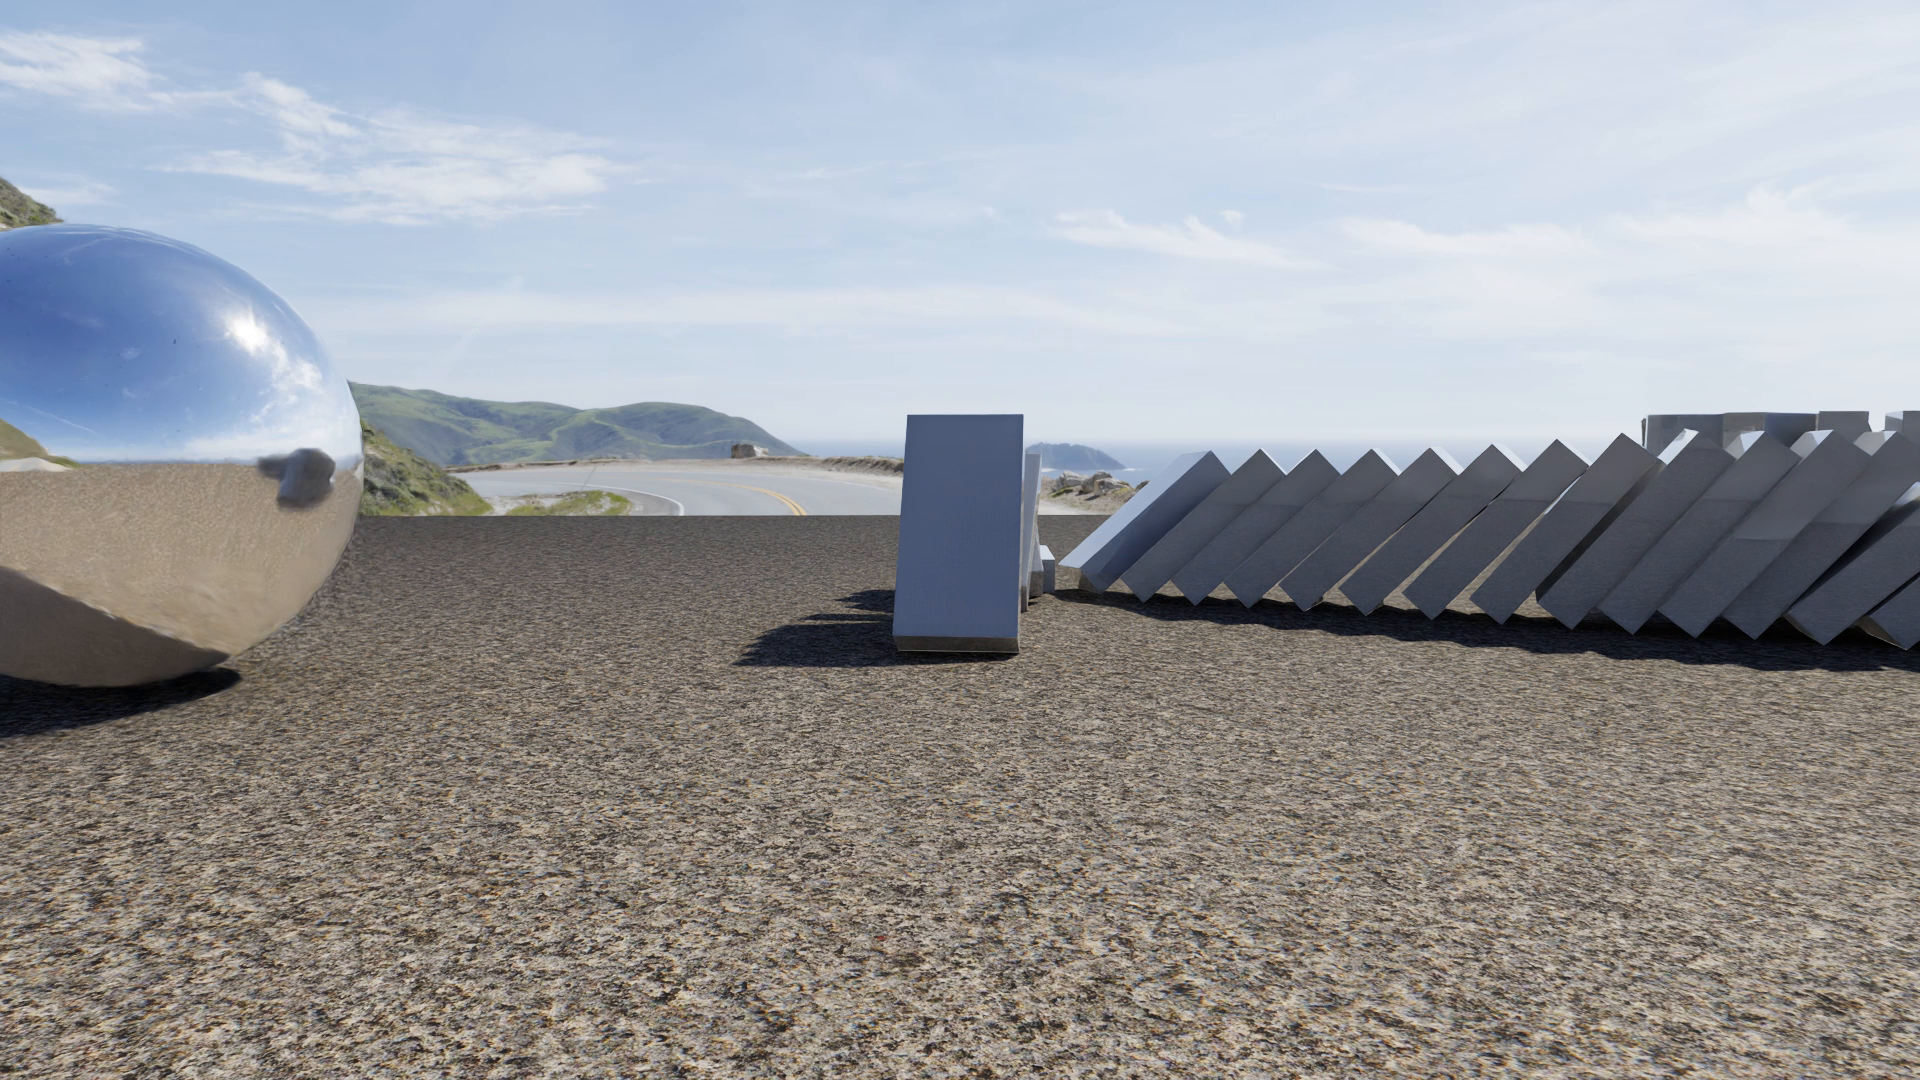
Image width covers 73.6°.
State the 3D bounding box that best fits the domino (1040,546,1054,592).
[{"bbox_3d":[0.015,0.008,0.393,0.025,0.009,0.050,0,4,1],"label":"domino"}]

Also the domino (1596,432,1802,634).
[{"bbox_3d":[0.165,-0.002,0.291,0.009,0.050,0.025,41,18,14],"label":"domino"}]

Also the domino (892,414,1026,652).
[{"bbox_3d":[0.000,-0.002,0.269,0.025,0.050,0.010,0,-23,6],"label":"domino"}]

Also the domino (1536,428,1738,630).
[{"bbox_3d":[0.155,-0.003,0.298,0.009,0.050,0.025,41,20,14],"label":"domino"}]

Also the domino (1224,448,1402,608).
[{"bbox_3d":[0.093,-0.003,0.336,0.050,0.009,0.025,-45,-12,19],"label":"domino"}]

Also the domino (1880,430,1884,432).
[{"bbox_3d":[0.277,-0.009,0.361,0.025,0.050,0.009,-4,-19,-43],"label":"domino"}]

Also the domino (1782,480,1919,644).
[{"bbox_3d":[0.200,0.001,0.275,0.009,0.050,0.025,47,19,13],"label":"domino"}]

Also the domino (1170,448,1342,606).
[{"bbox_3d":[0.079,-0.004,0.343,0.050,0.010,0.025,-44,-7,14],"label":"domino"}]

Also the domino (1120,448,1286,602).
[{"bbox_3d":[0.066,-0.004,0.349,0.050,0.009,0.025,-44,-7,13],"label":"domino"}]

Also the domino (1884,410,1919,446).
[{"bbox_3d":[0.223,-0.005,0.300,0.010,0.050,0.025,2,5,28],"label":"domino"}]

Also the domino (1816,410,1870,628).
[{"bbox_3d":[0.210,-0.006,0.307,0.010,0.050,0.025,4,6,32],"label":"domino"}]

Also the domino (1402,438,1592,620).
[{"bbox_3d":[0.131,-0.003,0.313,0.009,0.050,0.025,46,23,18],"label":"domino"}]

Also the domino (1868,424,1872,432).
[{"bbox_3d":[0.264,-0.010,0.367,0.009,0.050,0.025,-24,-9,30],"label":"domino"}]

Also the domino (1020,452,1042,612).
[{"bbox_3d":[0.007,-0.003,0.342,0.025,0.010,0.050,3,45,7],"label":"domino"}]

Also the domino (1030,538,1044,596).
[{"bbox_3d":[0.007,-0.005,0.358,0.025,0.010,0.050,-5,45,-4],"label":"domino"}]

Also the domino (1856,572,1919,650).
[{"bbox_3d":[0.213,0.001,0.270,0.010,0.050,0.025,47,17,11],"label":"domino"}]

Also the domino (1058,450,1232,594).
[{"bbox_3d":[0.052,-0.005,0.367,0.050,0.009,0.025,-41,7,-6],"label":"domino"}]

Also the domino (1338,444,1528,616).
[{"bbox_3d":[0.119,-0.003,0.320,0.009,0.050,0.025,49,24,17],"label":"domino"}]

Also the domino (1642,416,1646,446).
[{"bbox_3d":[0.203,-0.010,0.356,0.025,0.050,0.009,3,13,34],"label":"domino"}]

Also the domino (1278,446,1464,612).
[{"bbox_3d":[0.106,-0.003,0.328,0.050,0.010,0.025,-46,-16,22],"label":"domino"}]

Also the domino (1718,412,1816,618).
[{"bbox_3d":[0.198,-0.006,0.316,0.025,0.050,0.010,-3,6,-33],"label":"domino"}]

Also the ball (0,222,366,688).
[{"bbox_3d":[-0.148,-0.014,0.224,0.080,0.080,0.080,0,4,0],"label":"ball"}]

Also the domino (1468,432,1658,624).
[{"bbox_3d":[0.143,-0.003,0.305,0.010,0.050,0.025,43,22,19],"label":"domino"}]

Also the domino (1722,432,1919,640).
[{"bbox_3d":[0.188,-0.001,0.284,0.010,0.050,0.025,41,18,15],"label":"domino"}]

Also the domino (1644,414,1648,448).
[{"bbox_3d":[0.197,-0.008,0.344,0.025,0.050,0.009,2,8,25],"label":"domino"}]

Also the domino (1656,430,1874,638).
[{"bbox_3d":[0.175,-0.001,0.284,0.009,0.050,0.025,41,17,15],"label":"domino"}]

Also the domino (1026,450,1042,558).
[{"bbox_3d":[0.009,-0.006,0.372,0.025,0.009,0.050,-2,45,-1],"label":"domino"}]

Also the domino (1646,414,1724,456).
[{"bbox_3d":[0.192,-0.007,0.331,0.025,0.050,0.009,1,5,9],"label":"domino"}]
